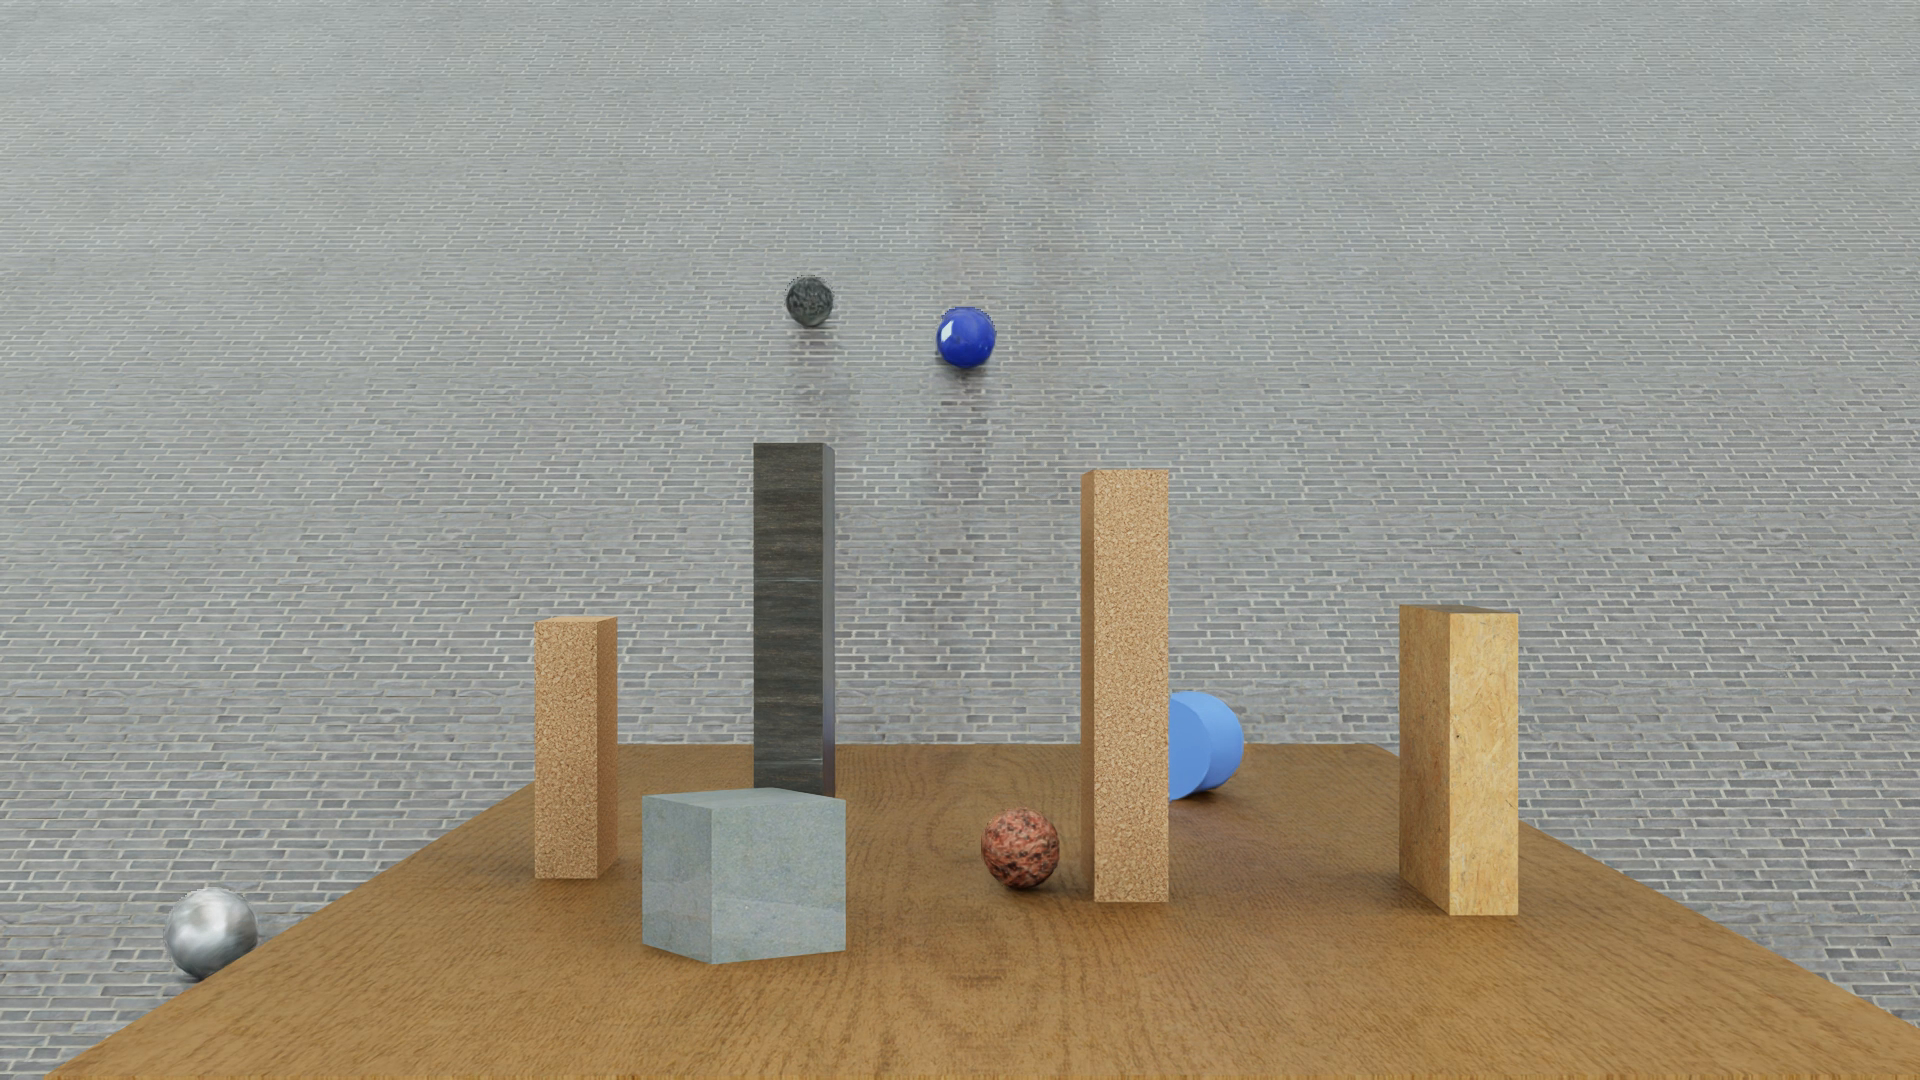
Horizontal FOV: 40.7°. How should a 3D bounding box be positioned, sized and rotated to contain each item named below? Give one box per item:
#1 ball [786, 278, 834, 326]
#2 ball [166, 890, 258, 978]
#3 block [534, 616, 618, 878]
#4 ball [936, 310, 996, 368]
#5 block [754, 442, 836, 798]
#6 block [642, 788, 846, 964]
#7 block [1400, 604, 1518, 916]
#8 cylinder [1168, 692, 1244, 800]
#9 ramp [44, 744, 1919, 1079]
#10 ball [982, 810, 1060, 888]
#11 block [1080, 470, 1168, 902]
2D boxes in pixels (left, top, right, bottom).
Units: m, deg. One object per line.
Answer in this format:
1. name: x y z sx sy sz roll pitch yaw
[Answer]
1. ball: -0.528 -0.838 9.087 0.168 0.168 0.168 0 29 0
2. ball: -1.712 0.903 5.923 0.204 0.204 0.204 0 29 0
3. block: -0.626 0.333 4.230 0.099 0.408 0.245 0 0 0
4. ball: 0.019 -0.683 8.774 0.201 0.201 0.201 0 29 0
5. block: -0.238 0.202 3.751 0.096 0.675 0.353 0 0 0
6. block: -0.288 0.442 3.438 0.199 0.199 0.199 0 0 -33
7. block: 0.752 0.321 3.927 0.098 0.434 0.425 0 0 0
8. cylinder: 0.456 0.426 5.357 0.208 0.208 0.208 14 6 24
9. ramp: 0.065 0.585 4.633 2.000 0.100 4.000 0 0 0
10. ball: 0.095 0.478 3.995 0.121 0.121 0.121 0 29 0
11. block: 0.255 0.216 4.053 0.110 0.644 0.416 0 0 0
